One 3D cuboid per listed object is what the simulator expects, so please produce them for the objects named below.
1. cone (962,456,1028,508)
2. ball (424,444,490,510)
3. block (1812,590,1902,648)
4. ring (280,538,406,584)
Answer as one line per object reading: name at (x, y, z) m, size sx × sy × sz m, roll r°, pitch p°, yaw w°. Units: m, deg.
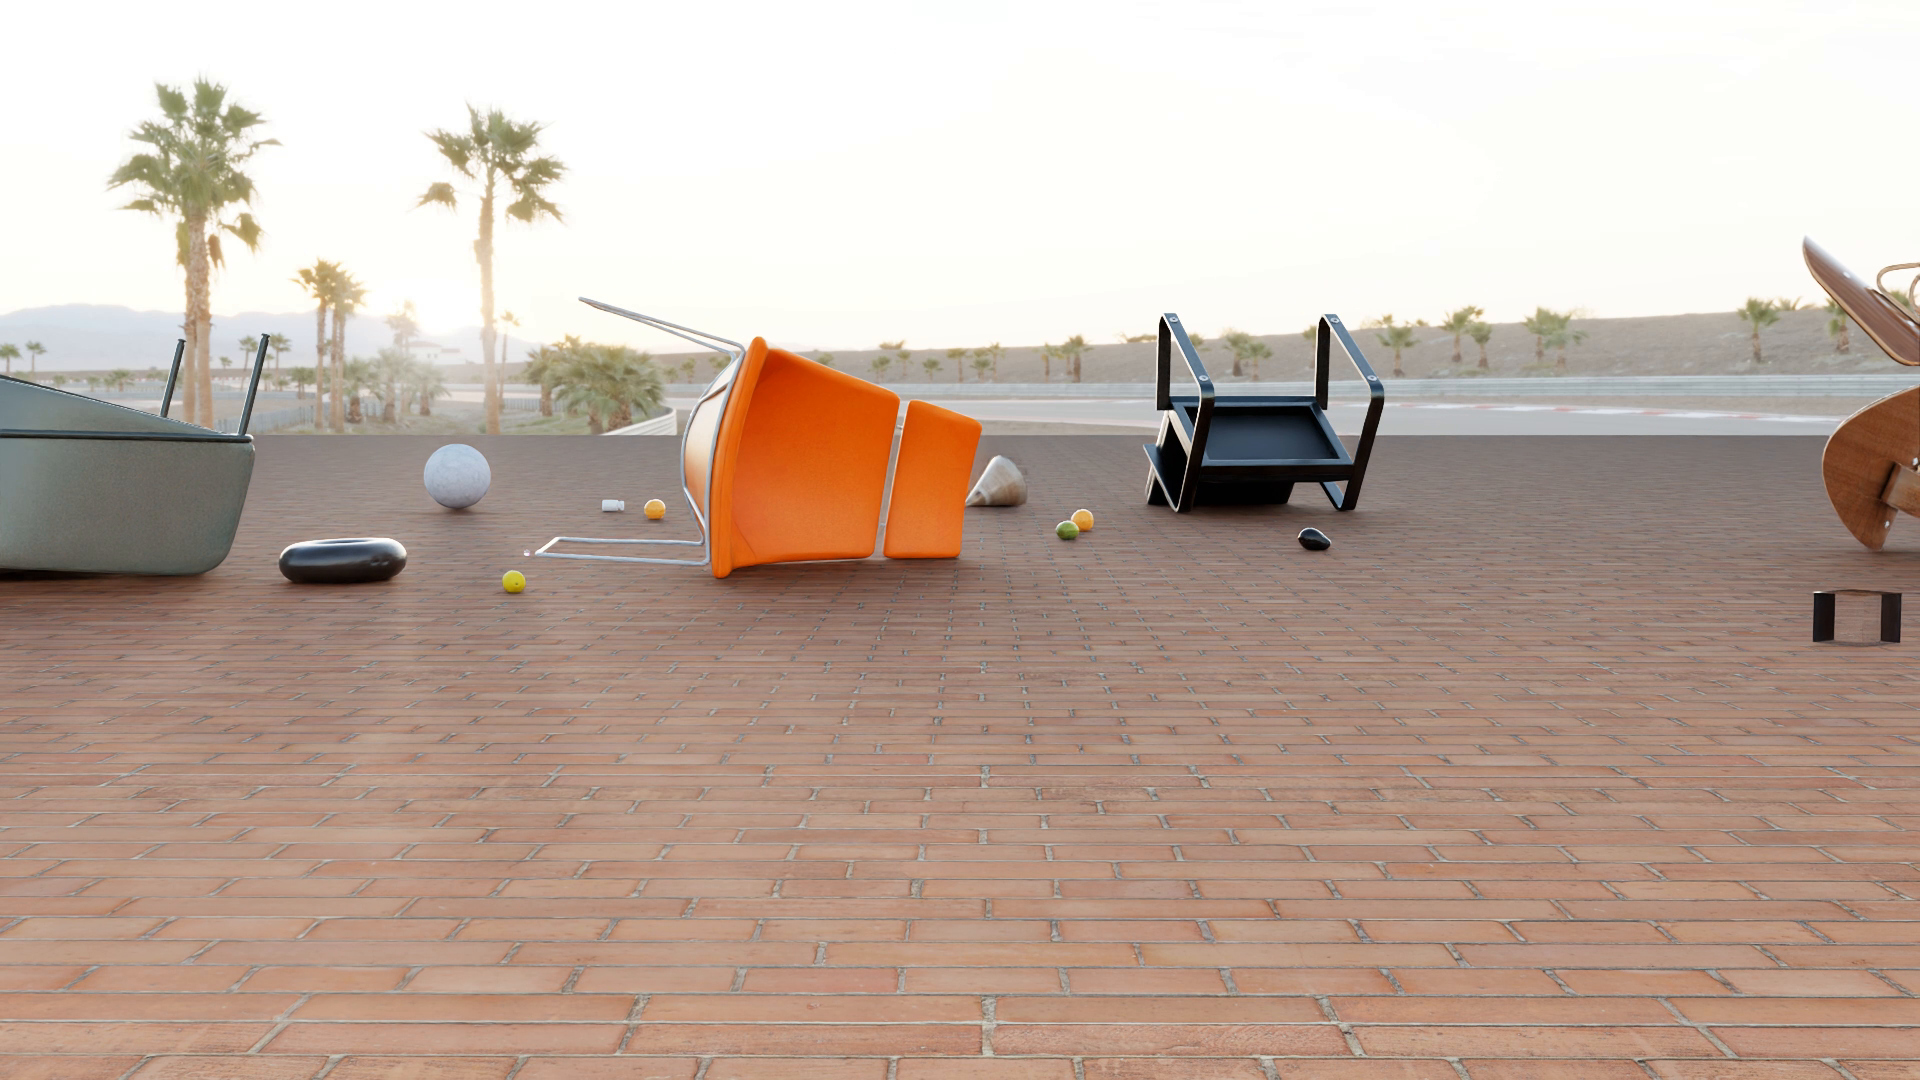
cone at (0.096, -0.176, 8.400) m, size 0.229 × 0.208 × 0.254 m, roll -30°, pitch 3°, yaw -24°
ball at (-1.880, -0.238, 8.227) m, size 0.245 × 0.245 × 0.245 m, roll 0°, pitch 4°, yaw 0°
block at (1.589, 0.137, 3.894) m, size 0.114 × 0.089 × 0.097 m, roll -3°, pitch 5°, yaw -35°
ring at (-1.452, 0.049, 5.181) m, size 0.268 × 0.091 × 0.306 m, roll 1°, pitch 5°, yaw 36°
